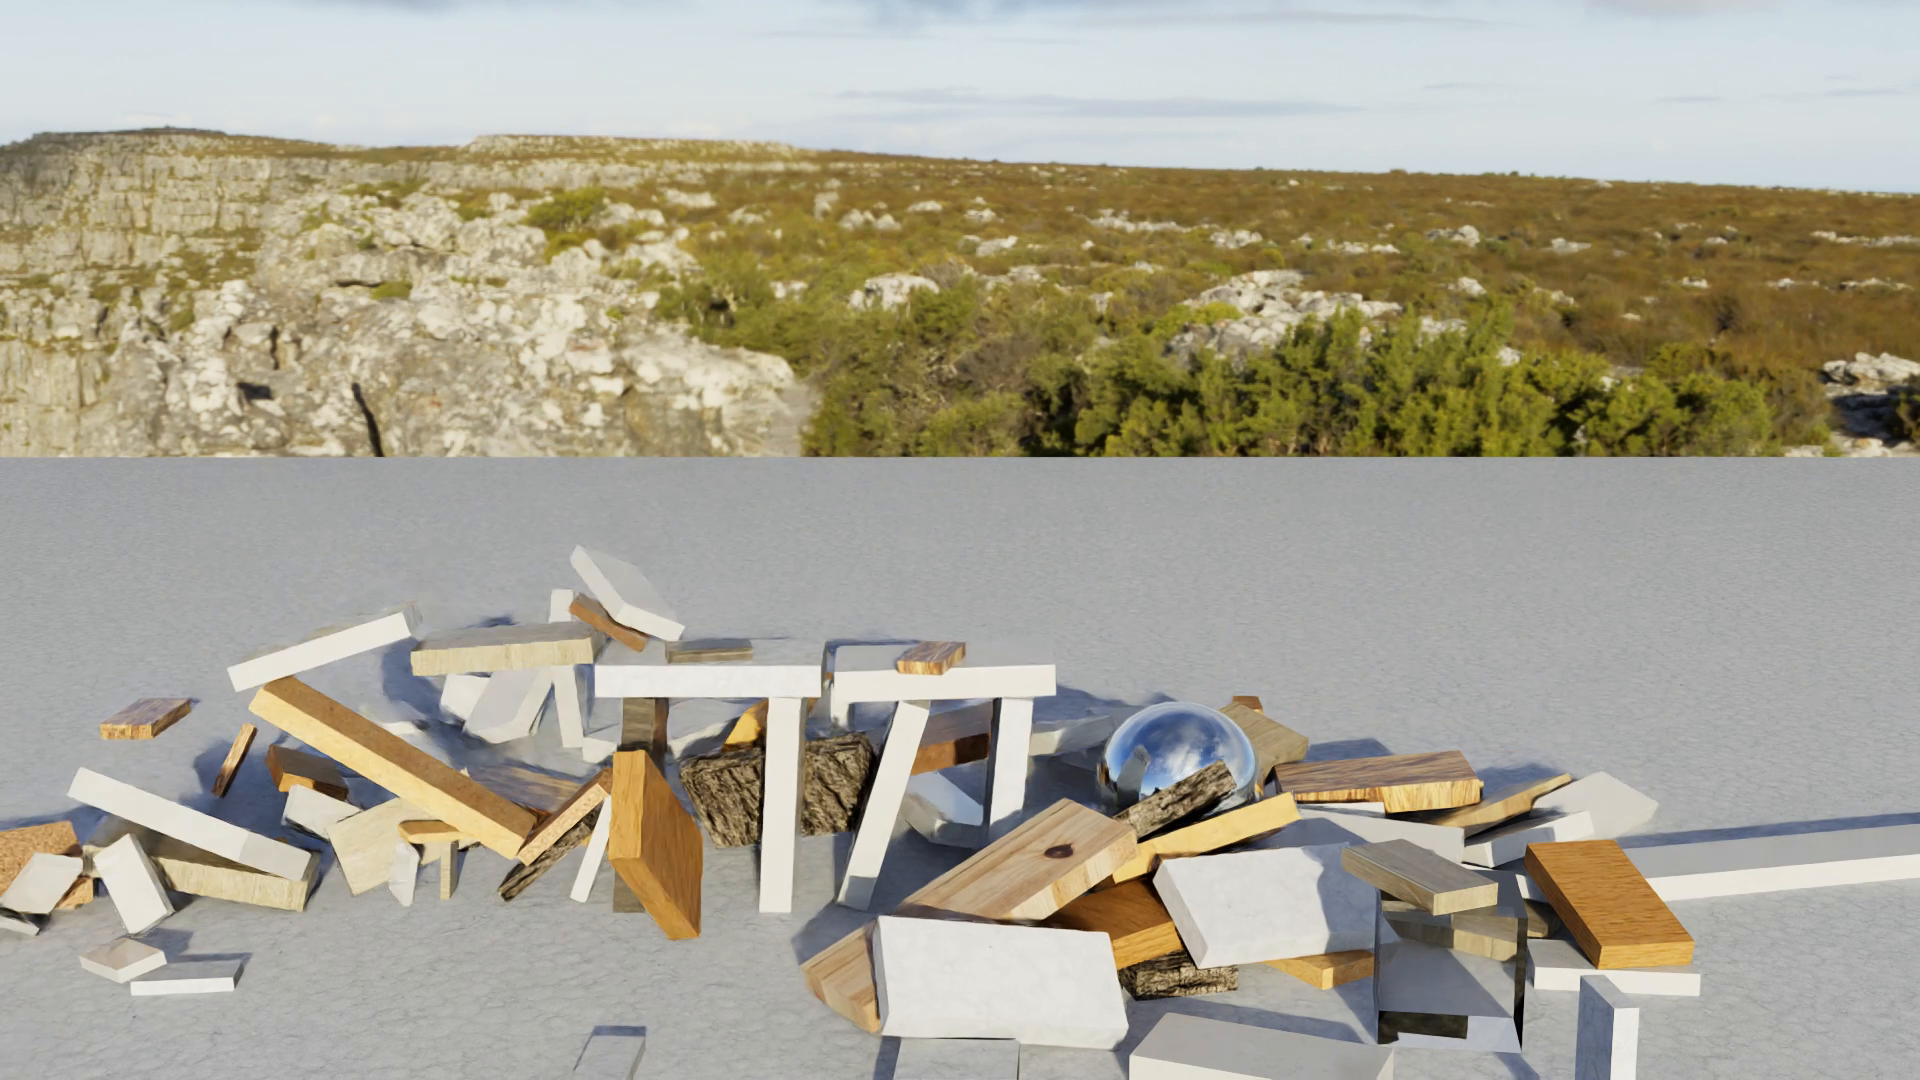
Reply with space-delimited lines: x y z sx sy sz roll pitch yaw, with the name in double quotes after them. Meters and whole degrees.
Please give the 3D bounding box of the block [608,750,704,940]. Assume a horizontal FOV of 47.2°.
-0.461 0.469 3.357 0.048 0.169 0.337 -6 -31 7 "block"

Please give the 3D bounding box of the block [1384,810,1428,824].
0.803 0.507 4.070 0.115 0.016 0.058 5 12 26 "block"

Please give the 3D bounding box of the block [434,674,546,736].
-0.995 0.350 4.669 0.229 0.108 0.031 4 -23 19 "block"

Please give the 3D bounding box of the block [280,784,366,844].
-1.084 0.485 3.792 0.020 0.072 0.178 -11 -30 37 "block"

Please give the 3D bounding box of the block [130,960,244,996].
-1.151 0.652 3.279 0.146 0.021 0.073 -1 11 -7 "block"

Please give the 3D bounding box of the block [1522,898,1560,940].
0.778 0.587 3.525 0.340 0.034 0.118 9 16 28 "block"

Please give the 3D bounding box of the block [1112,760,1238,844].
0.235 0.480 3.508 0.416 0.049 0.173 -26 -12 -13 "block"

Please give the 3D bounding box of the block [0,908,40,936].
-1.491 0.590 3.431 0.054 0.015 0.109 26 -13 20 "block"

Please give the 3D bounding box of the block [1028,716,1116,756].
0.163 0.393 4.376 0.147 0.042 0.293 -12 0 -34 "block"

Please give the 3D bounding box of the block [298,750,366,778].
-1.242 0.446 4.374 0.186 0.026 0.093 1 11 5 "block"

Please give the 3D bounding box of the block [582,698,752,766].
-0.591 0.401 4.552 0.173 0.049 0.371 6 12 31 "block"

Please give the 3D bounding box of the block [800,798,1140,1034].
0.020 0.546 3.252 0.517 0.046 0.164 -28 28 -29 "block"

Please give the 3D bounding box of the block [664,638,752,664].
-0.408 0.180 3.566 0.138 0.020 0.069 -2 11 -11 "block"

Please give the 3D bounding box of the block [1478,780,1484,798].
0.856 0.467 4.153 0.231 0.033 0.116 -4 11 -18 "block"

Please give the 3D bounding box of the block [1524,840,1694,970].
0.992 0.556 3.379 0.145 0.041 0.291 -2 24 -8 "block"

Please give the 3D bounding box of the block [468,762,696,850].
-0.733 0.495 4.060 0.532 0.043 0.152 8 13 37 "block"

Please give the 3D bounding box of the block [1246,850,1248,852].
0.596 0.528 3.779 0.247 0.035 0.123 -7 -11 -33 "block"

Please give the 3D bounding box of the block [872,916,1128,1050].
0.053 0.613 3.047 0.337 0.048 0.168 7 39 -14 "block"

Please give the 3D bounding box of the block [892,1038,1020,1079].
-0.009 0.725 2.817 0.159 0.045 0.319 1 11 4 "block"

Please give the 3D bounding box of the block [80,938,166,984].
-1.261 0.632 3.310 0.072 0.020 0.144 -22 16 -41 "block"

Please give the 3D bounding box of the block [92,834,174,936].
-1.299 0.542 3.457 0.072 0.143 0.020 -34 -14 6 "block"

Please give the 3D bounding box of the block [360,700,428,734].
-1.217 0.381 4.723 0.093 0.026 0.186 -6 12 -30 "block"

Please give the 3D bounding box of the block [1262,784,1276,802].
0.522 0.488 4.127 0.324 0.033 0.116 3 11 14 "block"

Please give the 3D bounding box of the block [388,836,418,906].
-0.912 0.542 3.604 0.015 0.105 0.053 -10 36 -39 "block"

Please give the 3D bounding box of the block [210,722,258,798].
-1.376 0.418 4.171 0.020 0.144 0.072 24 -13 -7 "block"

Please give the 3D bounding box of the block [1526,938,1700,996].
0.977 0.641 3.303 0.237 0.034 0.118 1 11 7 "block"

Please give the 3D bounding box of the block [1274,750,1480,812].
0.760 0.449 4.029 0.346 0.049 0.173 -5 12 2 "block"

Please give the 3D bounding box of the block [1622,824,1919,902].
1.477 0.548 3.781 0.809 0.041 0.145 -3 11 -14 "block"

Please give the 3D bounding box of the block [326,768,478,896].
-0.922 0.489 3.687 0.246 0.121 0.034 -23 -4 -21 "block"

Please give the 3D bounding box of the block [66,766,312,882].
-1.241 0.459 3.545 0.351 0.050 0.175 16 -14 22 "block"

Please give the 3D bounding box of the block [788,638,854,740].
-0.293 0.326 4.612 0.049 0.173 0.347 -3 11 -18 "block"

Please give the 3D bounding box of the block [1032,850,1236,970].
0.276 0.577 3.349 0.545 0.048 0.168 -10 14 -36 "block"

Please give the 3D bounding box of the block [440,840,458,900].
-0.850 0.538 3.657 0.015 0.105 0.053 4 12 0 "block"

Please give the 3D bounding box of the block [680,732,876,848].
-0.297 0.436 3.818 0.344 0.169 0.048 -10 30 20 "block"

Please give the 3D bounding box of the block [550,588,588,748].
-0.800 0.264 4.494 0.043 0.304 0.152 -2 42 -4 "block"

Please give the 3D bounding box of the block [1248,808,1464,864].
0.641 0.515 3.575 0.328 0.046 0.164 5 29 20 "block"

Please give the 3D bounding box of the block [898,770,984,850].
-0.069 0.474 4.083 0.147 0.042 0.518 11 6 -22 "block"

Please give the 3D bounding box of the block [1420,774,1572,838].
0.919 0.497 3.940 0.508 0.035 0.123 -10 -8 -46 "block"

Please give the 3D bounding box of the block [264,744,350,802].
-1.222 0.439 4.109 0.121 0.034 0.242 19 0 -24 "block"

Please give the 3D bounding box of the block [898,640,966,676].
-0.044 0.190 3.551 0.073 0.021 0.146 2 11 16 "block"

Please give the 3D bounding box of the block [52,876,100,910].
-1.538 0.582 3.637 0.191 0.027 0.095 0 10 1 "block"

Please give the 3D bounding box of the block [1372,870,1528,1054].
0.693 0.591 3.125 0.196 0.196 0.196 2 11 8 "block"

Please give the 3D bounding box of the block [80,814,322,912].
-1.245 0.531 3.624 0.351 0.050 0.175 12 7 -10 "block"
